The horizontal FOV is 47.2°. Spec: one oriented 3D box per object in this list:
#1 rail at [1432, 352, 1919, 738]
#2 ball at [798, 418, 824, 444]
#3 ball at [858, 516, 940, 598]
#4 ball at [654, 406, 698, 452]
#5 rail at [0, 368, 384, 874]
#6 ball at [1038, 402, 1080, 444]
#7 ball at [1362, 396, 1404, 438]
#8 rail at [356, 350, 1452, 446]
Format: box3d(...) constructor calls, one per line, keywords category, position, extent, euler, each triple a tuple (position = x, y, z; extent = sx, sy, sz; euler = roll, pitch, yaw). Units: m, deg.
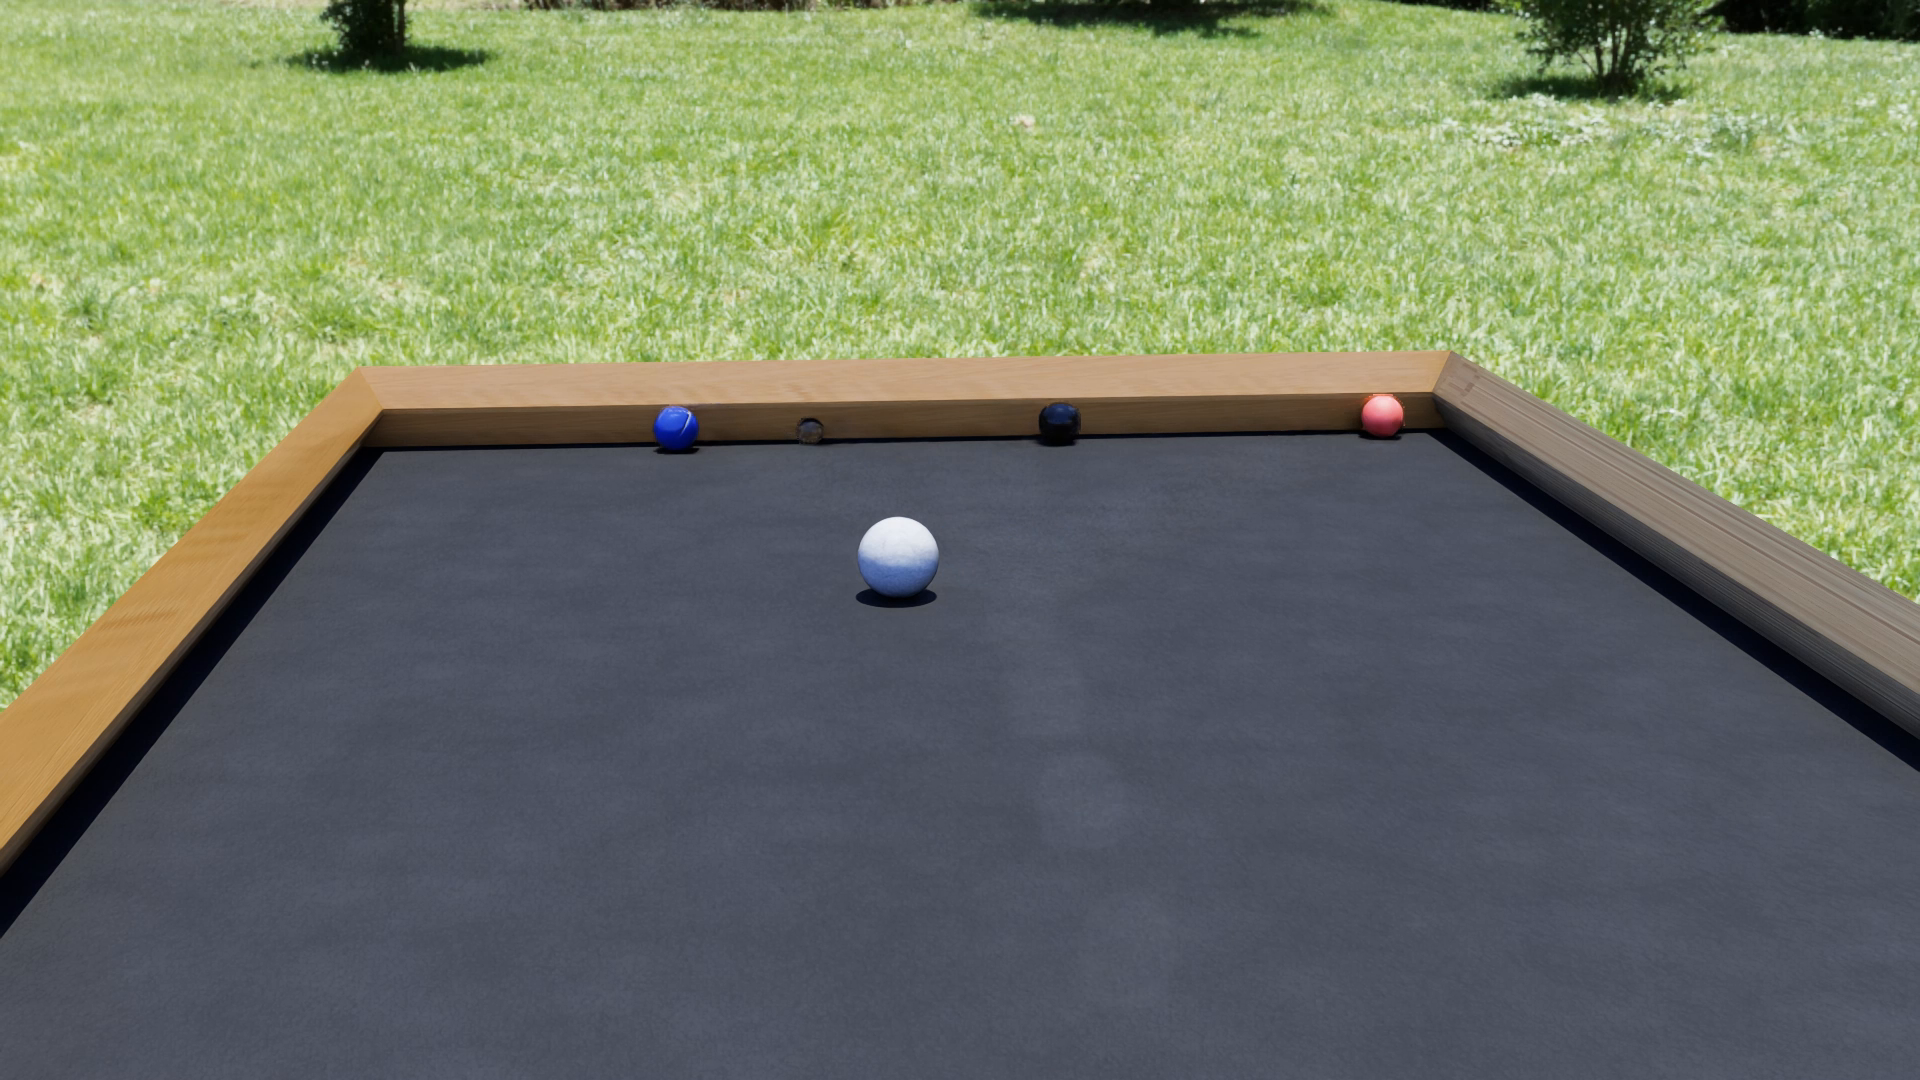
box3d(category="rail", position=(0.942, 0.156, 2.096), extent=(0.045, 0.130, 3.293), euler=(-1, 14, -5))
box3d(category="ball", position=(-0.242, -0.176, 3.564), extent=(0.043, 0.043, 0.043), euler=(0, 14, 0))
box3d(category="ball", position=(-0.075, 0.022, 2.681), extent=(0.100, 0.100, 0.100), euler=(0, 14, 0))
box3d(category="ball", position=(-0.453, -0.178, 3.513), extent=(0.071, 0.071, 0.071), euler=(0, 14, 0))
box3d(category="rail", position=(-0.798, 0.194, 1.947), extent=(0.045, 0.130, 3.293), euler=(-1, 14, -5))
box3d(category="ball", position=(0.161, -0.191, 3.572), extent=(0.068, 0.068, 0.068), euler=(0, 14, 0))
box3d(category="ball", position=(0.695, -0.203, 3.616), extent=(0.069, 0.069, 0.069), euler=(0, 14, 0))
box3d(category="rail", position=(-0.070, -0.228, 3.587), extent=(1.795, 0.130, 0.045), euler=(-1, 14, -5))
